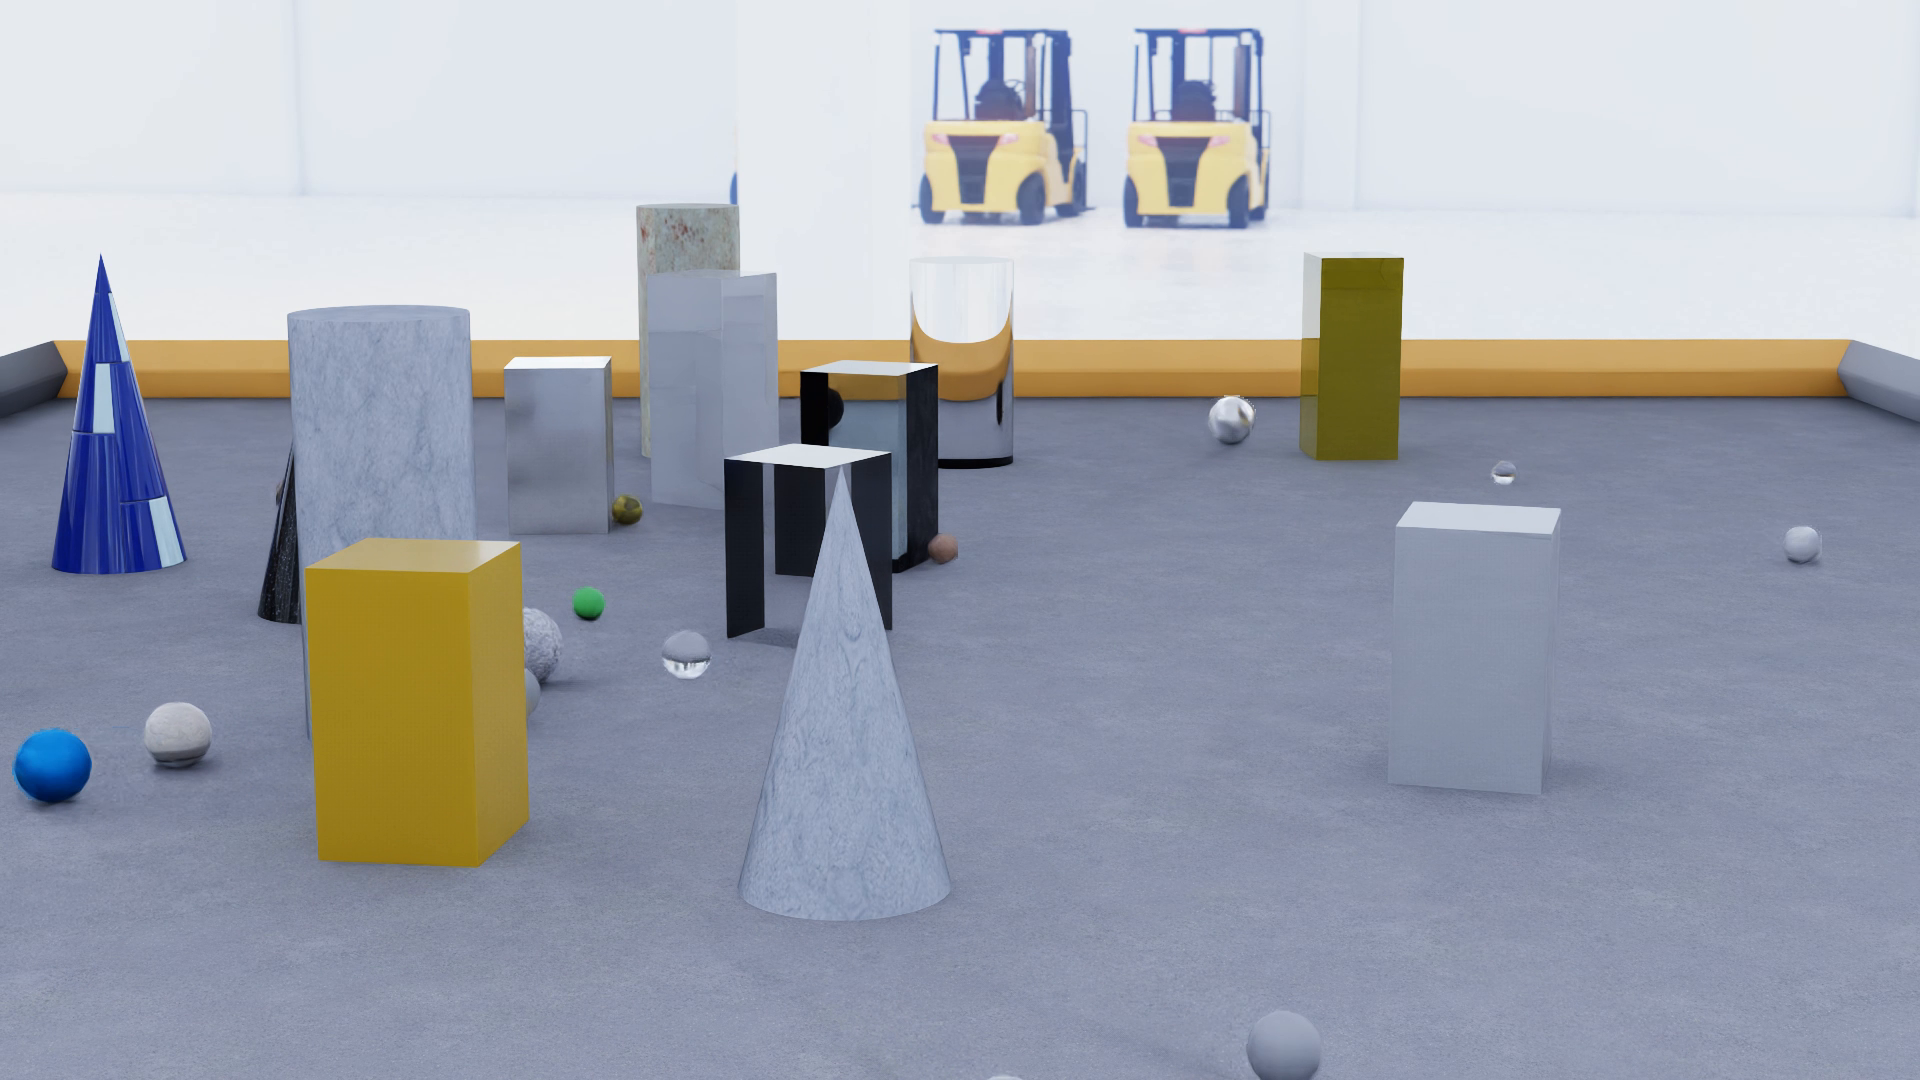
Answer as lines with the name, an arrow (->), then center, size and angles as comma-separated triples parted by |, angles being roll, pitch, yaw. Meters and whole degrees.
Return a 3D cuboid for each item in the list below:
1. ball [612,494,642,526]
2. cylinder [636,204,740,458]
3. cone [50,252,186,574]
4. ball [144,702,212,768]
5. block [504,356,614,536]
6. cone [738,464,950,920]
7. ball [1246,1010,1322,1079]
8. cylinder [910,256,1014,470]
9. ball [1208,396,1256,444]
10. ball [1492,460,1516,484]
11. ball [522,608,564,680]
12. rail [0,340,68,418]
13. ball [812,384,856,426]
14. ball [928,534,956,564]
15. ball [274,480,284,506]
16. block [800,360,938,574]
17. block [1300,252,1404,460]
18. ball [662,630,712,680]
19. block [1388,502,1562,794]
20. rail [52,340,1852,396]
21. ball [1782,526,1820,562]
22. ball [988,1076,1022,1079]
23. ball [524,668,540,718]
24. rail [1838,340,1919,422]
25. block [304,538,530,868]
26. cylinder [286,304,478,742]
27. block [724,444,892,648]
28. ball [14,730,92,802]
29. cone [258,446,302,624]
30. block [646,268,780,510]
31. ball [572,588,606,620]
ball -> -0.530, -0.048, 4.085 | 0.050, 0.050, 0.050 | 0, 11, 0
cylinder -> -0.506, -0.393, 4.812 | 0.192, 0.464, 0.192 | 0, 11, 0
cone -> -1.243, -0.193, 3.754 | 0.192, 0.458, 0.192 | 0, 11, 0
ball -> -0.819, 0.204, 2.685 | 0.069, 0.069, 0.069 | 0, 11, 0
block -> -0.632, -0.151, 4.064 | 0.153, 0.262, 0.153 | -1, 11, -3
cone -> -0.103, 0.122, 2.267 | 0.192, 0.383, 0.192 | 0, 11, 0
ball -> 0.234, 0.367, 1.848 | 0.054, 0.054, 0.054 | 0, 11, 0
cylinder -> 0.003, -0.328, 4.718 | 0.192, 0.371, 0.192 | 0, 11, 0
ball -> 0.526, -0.232, 4.968 | 0.091, 0.091, 0.091 | 0, 11, 0
ball -> 0.952, -0.117, 4.484 | 0.042, 0.042, 0.042 | 0, 11, 0
ball -> -0.517, 0.125, 3.048 | 0.090, 0.090, 0.090 | 0, 11, 0
rail -> -1.959, 0.034, 3.438 | 0.045, 0.125, 4.501 | 0, 11, 0
ball -> -0.256, -0.274, 5.198 | 0.088, 0.088, 0.088 | 0, 11, 0
ball -> -0.026, 0.013, 3.778 | 0.043, 0.043, 0.043 | 0, 11, 0
ball -> -1.077, -0.071, 4.164 | 0.068, 0.068, 0.068 | 0, 11, 0
block -> -0.132, -0.111, 3.777 | 0.153, 0.287, 0.153 | 4, 11, 21
block -> 0.732, -0.347, 4.808 | 0.153, 0.375, 0.153 | -1, 11, -5
ball -> -0.327, 0.138, 3.069 | 0.058, 0.058, 0.058 | 0, 11, 0
block -> 0.533, 0.108, 2.655 | 0.153, 0.268, 0.153 | 3, 11, 16
rail -> -0.013, -0.375, 5.638 | 3.965, 0.125, 0.045 | 0, 11, 0
ball -> 1.243, 0.006, 3.789 | 0.053, 0.053, 0.053 | 0, 11, 0
ball -> 0.031, 0.389, 1.738 | 0.051, 0.051, 0.051 | 0, 11, 0
ball -> -0.502, 0.171, 2.871 | 0.064, 0.064, 0.064 | 0, 11, 0
rail -> 1.959, 0.030, 3.460 | 0.045, 0.125, 4.501 | 0, 11, 0
block -> -0.507, 0.149, 2.413 | 0.153, 0.276, 0.153 | 2, 11, 8
cylinder -> -0.624, -0.017, 2.795 | 0.192, 0.462, 0.192 | 0, 11, 0
block -> -0.193, 0.007, 3.289 | 0.153, 0.234, 0.153 | 6, 12, 30
ball -> -0.905, 0.225, 2.559 | 0.072, 0.072, 0.072 | 0, 11, 0
cone -> -0.850, -0.101, 3.428 | 0.192, 0.396, 0.192 | 0, 11, 0
block -> -0.412, -0.256, 4.299 | 0.153, 0.381, 0.153 | 7, 12, 31
ball -> -0.492, 0.084, 3.400 | 0.042, 0.042, 0.042 | 0, 11, 0
